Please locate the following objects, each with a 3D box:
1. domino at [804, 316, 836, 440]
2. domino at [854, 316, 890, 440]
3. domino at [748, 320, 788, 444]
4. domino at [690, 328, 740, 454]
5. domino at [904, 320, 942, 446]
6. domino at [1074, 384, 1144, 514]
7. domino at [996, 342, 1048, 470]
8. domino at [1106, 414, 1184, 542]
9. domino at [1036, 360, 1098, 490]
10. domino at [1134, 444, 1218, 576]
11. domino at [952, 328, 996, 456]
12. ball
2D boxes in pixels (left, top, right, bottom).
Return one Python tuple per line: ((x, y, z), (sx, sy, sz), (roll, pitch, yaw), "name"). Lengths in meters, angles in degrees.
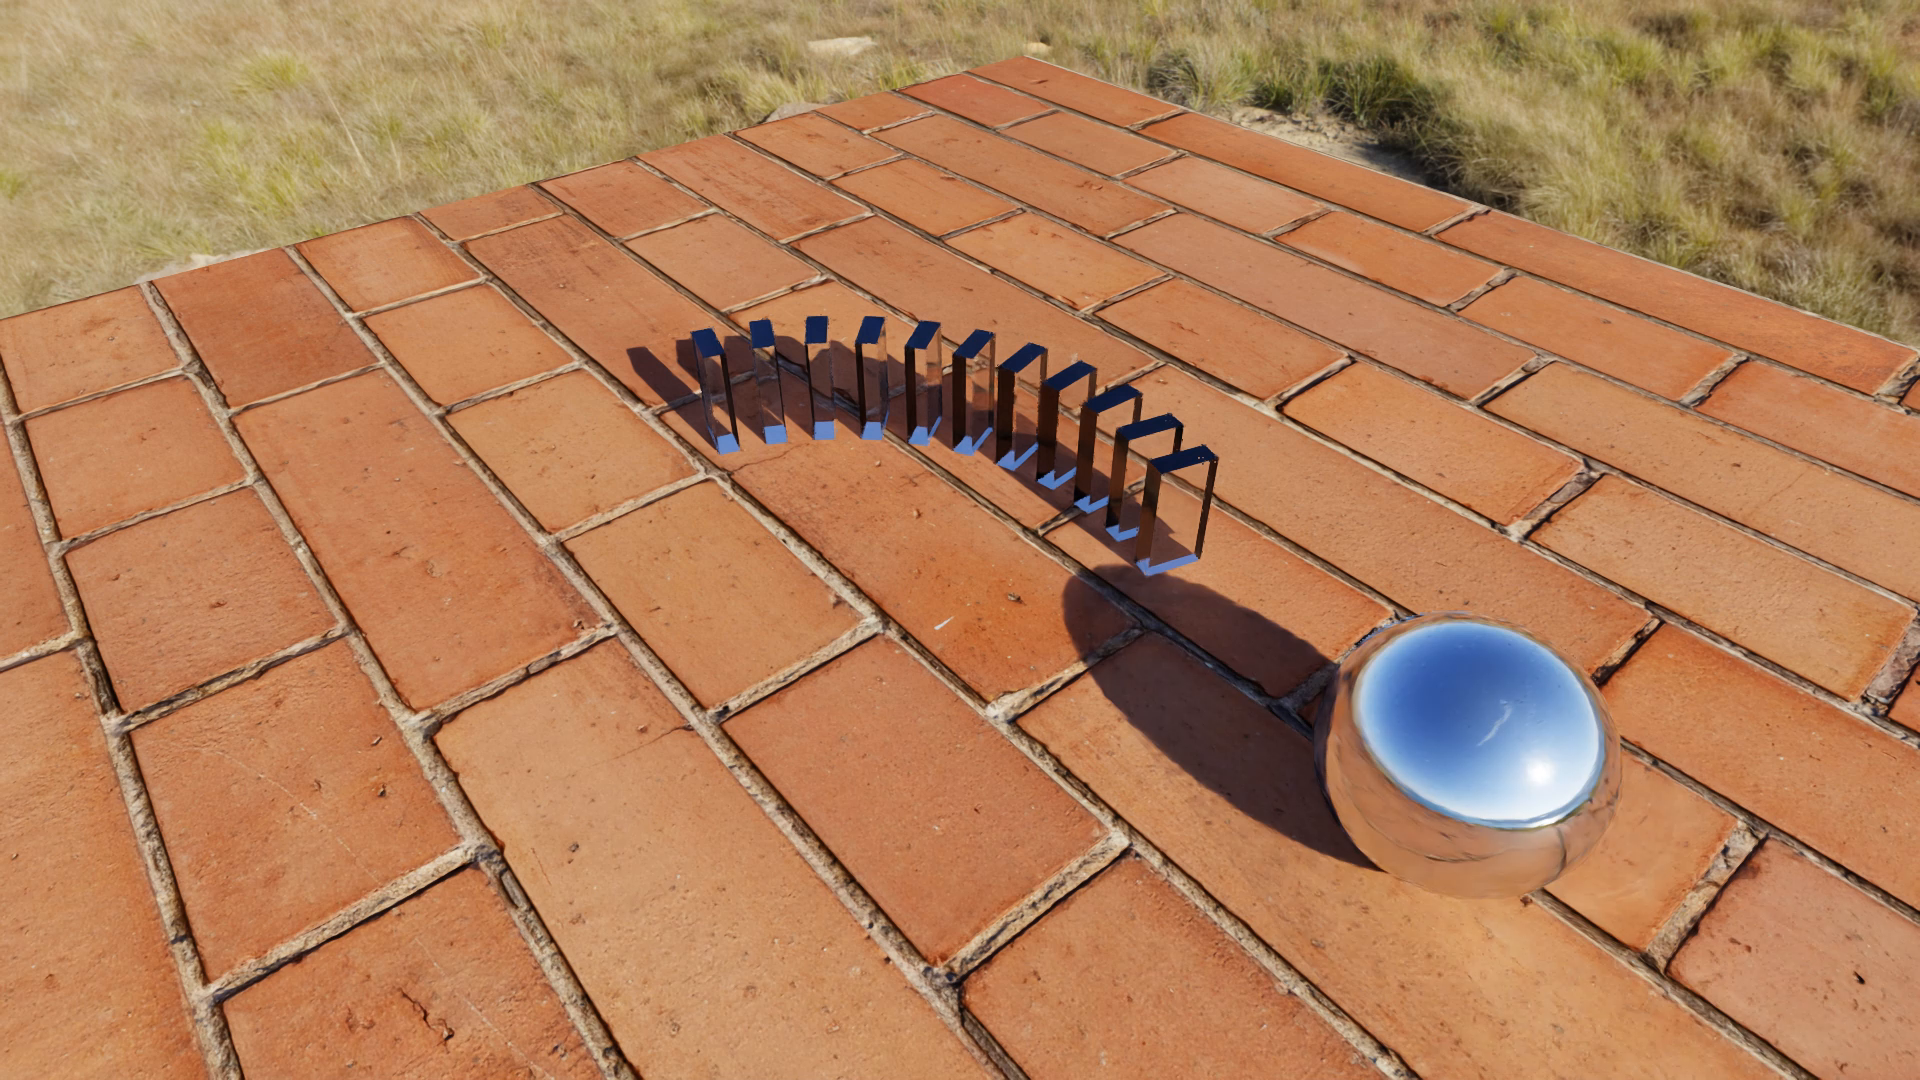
((-0.063, -0.074, 0.501), (0.009, 0.050, 0.025), (-3, 39, -3), "domino")
((-0.040, -0.073, 0.501), (0.010, 0.050, 0.025), (4, 39, 4), "domino")
((-0.087, -0.071, 0.499), (0.009, 0.050, 0.025), (-9, 40, -10), "domino")
((-0.109, -0.066, 0.492), (0.010, 0.050, 0.025), (-15, 42, -18), "domino")
((-0.016, -0.071, 0.498), (0.010, 0.050, 0.025), (10, 40, 12), "domino")
((0.061, -0.038, 0.457), (0.025, 0.050, 0.010), (-25, 46, -28), "domino")
((0.027, -0.058, 0.483), (0.010, 0.050, 0.025), (23, 45, 26), "domino")
((0.074, -0.025, 0.442), (0.025, 0.050, 0.009), (-17, 42, -19), "domino")
((0.045, -0.049, 0.471), (0.009, 0.050, 0.025), (31, 49, 32), "domino")
((0.083, -0.011, 0.425), (0.025, 0.050, 0.009), (-16, 42, -19), "domino")
((0.006, -0.066, 0.492), (0.009, 0.050, 0.025), (16, 42, 19), "domino")
((0.143, 0.061, 0.314), (0.080, 0.080, 0.080), (0, 39, 0), "ball")
